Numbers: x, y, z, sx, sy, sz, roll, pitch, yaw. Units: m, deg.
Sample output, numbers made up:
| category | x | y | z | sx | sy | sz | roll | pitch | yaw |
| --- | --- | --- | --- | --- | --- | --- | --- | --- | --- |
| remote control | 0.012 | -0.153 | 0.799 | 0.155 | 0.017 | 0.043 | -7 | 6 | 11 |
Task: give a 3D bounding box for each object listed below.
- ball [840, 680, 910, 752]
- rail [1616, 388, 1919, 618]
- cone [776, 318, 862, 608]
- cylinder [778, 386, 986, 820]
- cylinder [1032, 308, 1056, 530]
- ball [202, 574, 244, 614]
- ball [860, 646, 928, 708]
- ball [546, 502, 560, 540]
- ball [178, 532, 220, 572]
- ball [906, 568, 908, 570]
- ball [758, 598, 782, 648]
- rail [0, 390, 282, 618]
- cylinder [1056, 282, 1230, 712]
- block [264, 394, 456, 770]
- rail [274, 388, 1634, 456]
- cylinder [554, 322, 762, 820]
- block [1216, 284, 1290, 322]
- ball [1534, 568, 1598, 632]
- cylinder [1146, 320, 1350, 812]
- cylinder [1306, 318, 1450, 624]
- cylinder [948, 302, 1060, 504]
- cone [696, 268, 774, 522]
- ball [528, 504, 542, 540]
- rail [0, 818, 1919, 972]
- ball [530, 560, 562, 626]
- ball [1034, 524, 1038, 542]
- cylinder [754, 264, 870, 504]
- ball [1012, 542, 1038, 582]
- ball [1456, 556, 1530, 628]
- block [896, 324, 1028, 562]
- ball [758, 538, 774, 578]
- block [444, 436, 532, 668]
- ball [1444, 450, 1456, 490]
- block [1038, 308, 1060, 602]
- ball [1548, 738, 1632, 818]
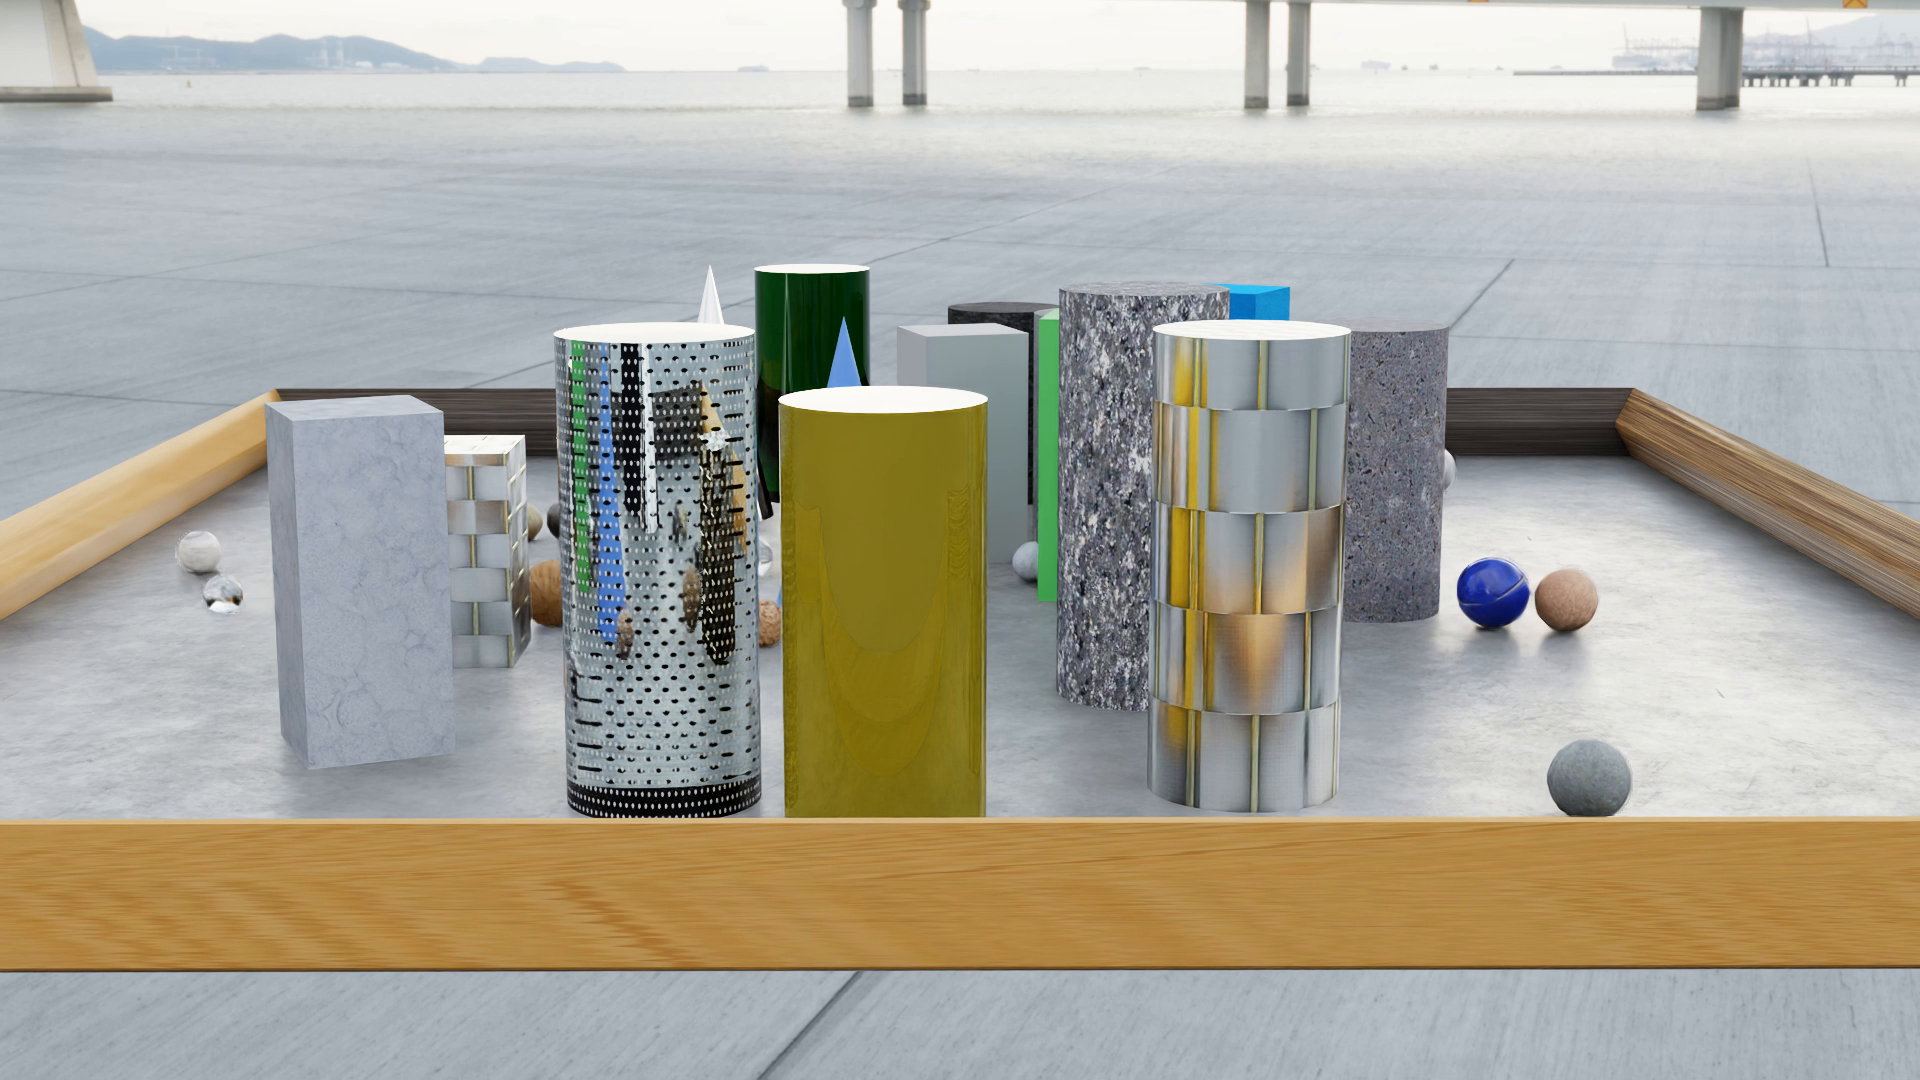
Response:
| category | x | y | z | sx | sy | sz | roll | pitch | yaw |
| --- | --- | --- | --- | --- | --- | --- | --- | --- | --- |
| ball | -0.091 | 0.189 | 2.753 | 0.076 | 0.076 | 0.076 | 0 | 11 | 0 |
| rail | 1.252 | 0.031 | 3.456 | 0.045 | 0.127 | 2.793 | 0 | 11 | 0 |
| cone | -0.152 | -0.095 | 3.383 | 0.195 | 0.403 | 0.195 | 0 | 11 | 0 |
| cylinder | -0.072 | 0.074 | 2.433 | 0.195 | 0.418 | 0.195 | 0 | 11 | 0 |
| cylinder | 0.213 | -0.186 | 4.041 | 0.195 | 0.343 | 0.195 | 0 | 11 | 0 |
| ball | -0.988 | 0.072 | 3.441 | 0.053 | 0.053 | 0.053 | 0 | 11 | 0 |
| ball | -0.075 | 0.159 | 2.912 | 0.076 | 0.076 | 0.076 | 0 | 11 | 0 |
| ball | -0.608 | -0.031 | 3.969 | 0.064 | 0.064 | 0.064 | 0 | 11 | 0 |
| ball | -1.102 | 0.017 | 3.718 | 0.059 | 0.059 | 0.059 | 0 | 11 | 0 |
| ball | -0.101 | 0.050 | 3.542 | 0.061 | 0.061 | 0.061 | 0 | 11 | 0 |
| ball | -0.250 | 0.105 | 3.244 | 0.061 | 0.061 | 0.061 | 0 | 11 | 0 |
| rail | -1.252 | 0.034 | 3.442 | 0.045 | 0.127 | 2.793 | 0 | 11 | 0 |
| cylinder | 0.211 | -0.055 | 2.978 | 0.195 | 0.473 | 0.195 | 0 | 11 | 0 |
| block | -0.643 | 0.040 | 2.751 | 0.156 | 0.368 | 0.156 | -5 | 12 | -25 |
| rail | -0.008 | -0.218 | 4.799 | 2.551 | 0.127 | 0.045 | 0 | 11 | 0 |
| cylinder | -0.297 | 0.028 | 2.543 | 0.195 | 0.468 | 0.195 | 0 | 11 | 0 |
| block | 0.436 | -0.228 | 4.203 | 0.156 | 0.367 | 0.156 | 5 | 12 | 27 |
| ball | 0.787 | 0.078 | 3.333 | 0.081 | 0.081 | 0.081 | 0 | 11 | 0 |
| cylinder | 0.288 | 0.021 | 2.581 | 0.195 | 0.467 | 0.195 | 0 | 11 | 0 |
| cylinder | 0.551 | -0.097 | 3.447 | 0.195 | 0.385 | 0.195 | 0 | 11 | 0 |
| cylinder | 0.077 | -0.234 | 4.355 | 0.195 | 0.323 | 0.195 | 0 | 11 | 0 |
| cone | -0.402 | -0.242 | 4.161 | 0.195 | 0.409 | 0.195 | 0 | 11 | 0 |
| ball | -0.675 | -0.028 | 3.965 | 0.060 | 0.060 | 0.060 | 0 | 11 | 0 |
| rail | 0.008 | 0.283 | 2.099 | 2.551 | 0.127 | 0.045 | 0 | 11 | 0 |
| ball | -0.532 | 0.070 | 3.362 | 0.088 | 0.088 | 0.088 | 0 | 11 | 0 |
| ball | 0.152 | -0.007 | 3.782 | 0.085 | 0.085 | 0.085 | 0 | 11 | 0 |
| cylinder | -0.249 | -0.267 | 4.352 | 0.195 | 0.387 | 0.195 | 0 | 11 | 0 |
| ball | 0.103 | 0.031 | 3.655 | 0.056 | 0.056 | 0.056 | 0 | 11 | 0 |
| ball | 0.697 | 0.067 | 3.354 | 0.095 | 0.095 | 0.095 | 0 | 11 | 0 |
| block | 0.003 | -0.146 | 3.835 | 0.156 | 0.338 | 0.156 | -3 | 11 | -17 |
| ball | -0.297 | 0.025 | 3.680 | 0.061 | 0.061 | 0.061 | 0 | 11 | 0 |
| block | -0.625 | 0.012 | 3.184 | 0.156 | 0.265 | 0.156 | 0 | 11 | -1 |
| ball | 0.804 | -0.120 | 4.384 | 0.086 | 0.086 | 0.086 | 0 | 11 | 0 |
| block | 0.198 | -0.118 | 3.552 | 0.156 | 0.388 | 0.156 | 2 | 11 | 10 |
| ball | 0.613 | 0.234 | 2.498 | 0.080 | 0.080 | 0.080 | 0 | 11 | 0 |
